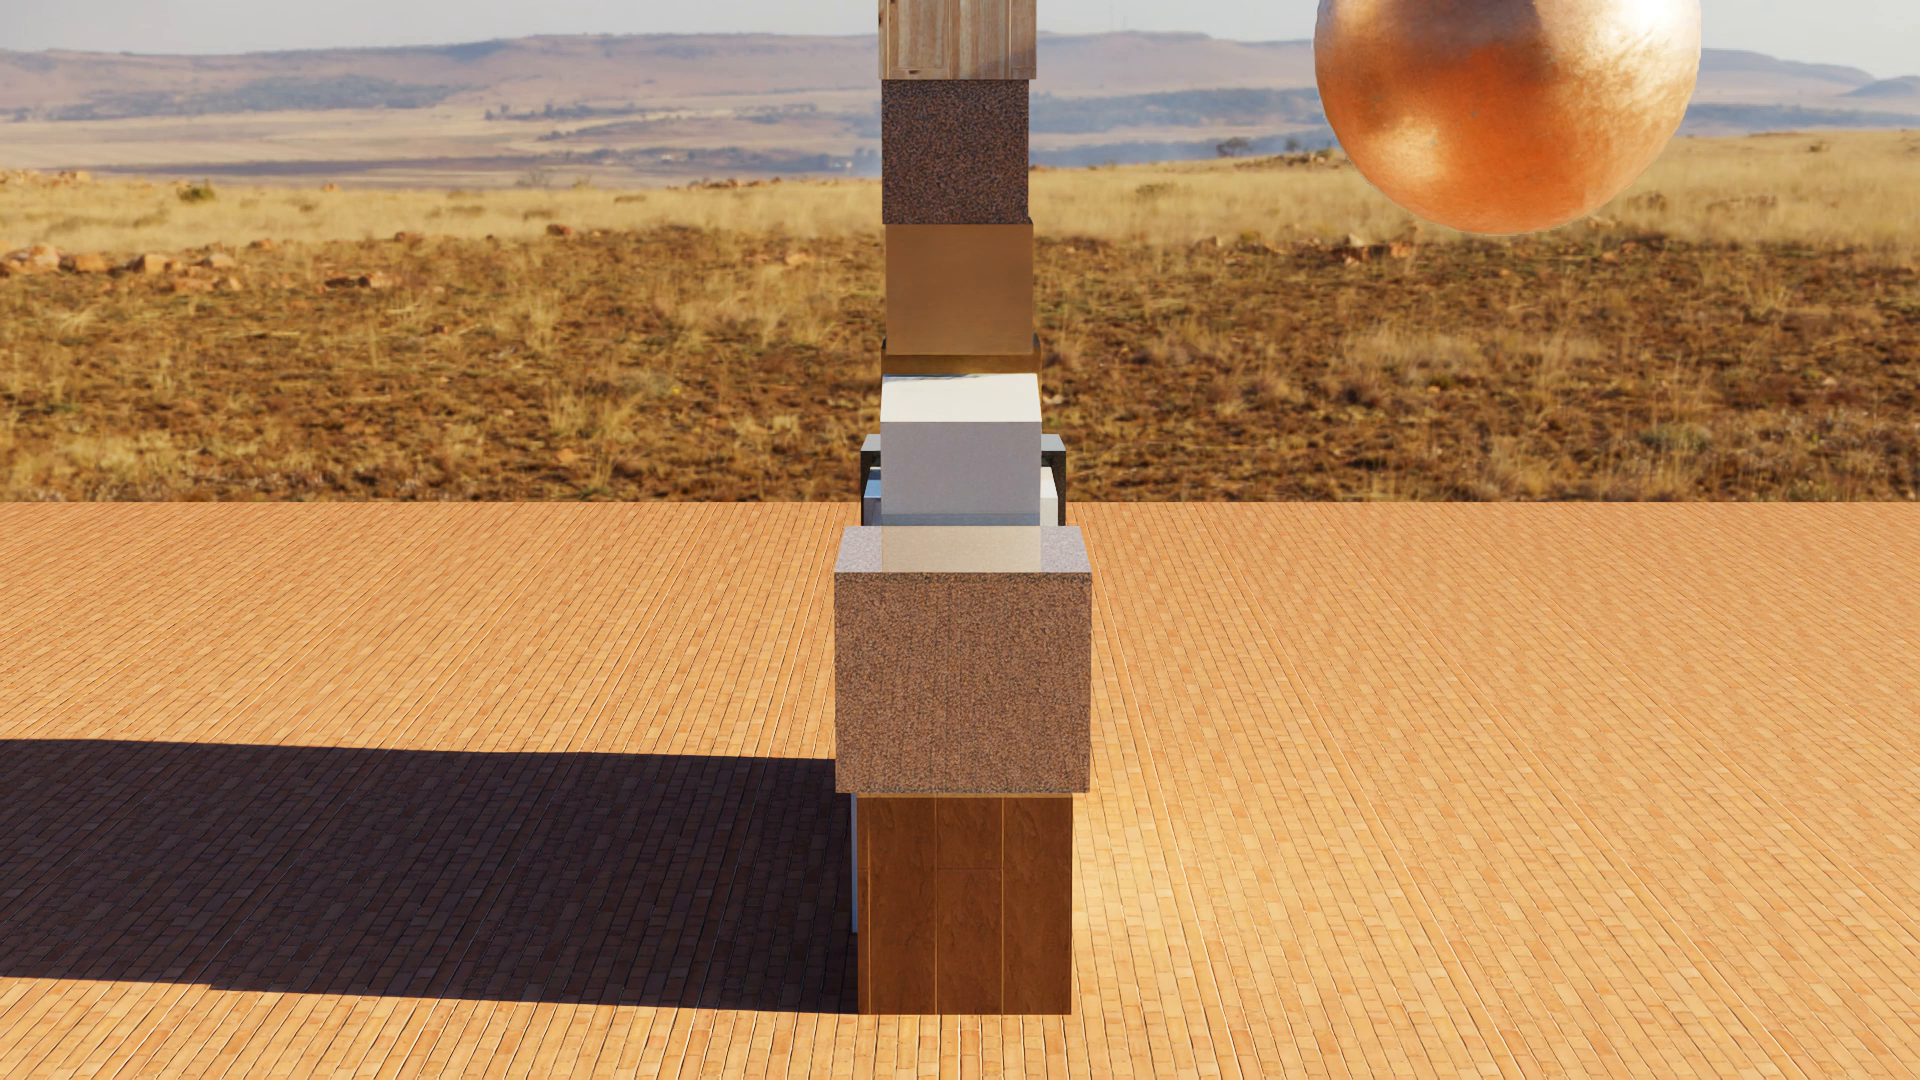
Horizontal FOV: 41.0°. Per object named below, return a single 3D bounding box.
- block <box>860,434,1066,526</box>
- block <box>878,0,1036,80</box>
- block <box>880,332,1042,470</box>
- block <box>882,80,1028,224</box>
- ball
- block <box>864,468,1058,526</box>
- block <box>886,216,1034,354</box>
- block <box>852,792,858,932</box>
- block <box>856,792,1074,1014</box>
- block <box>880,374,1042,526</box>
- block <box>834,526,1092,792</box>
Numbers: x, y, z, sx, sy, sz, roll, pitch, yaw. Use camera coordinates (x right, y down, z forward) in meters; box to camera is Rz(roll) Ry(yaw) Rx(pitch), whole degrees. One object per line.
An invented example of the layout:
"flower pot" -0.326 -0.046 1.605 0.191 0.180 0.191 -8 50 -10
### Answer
"block" 0.016 -0.018 12.473 0.958 0.919 0.935 0 7 0
"block" -0.010 -2.221 10.777 0.647 0.561 0.627 0 10 0
"block" 0.005 -0.566 11.373 0.688 0.640 0.704 0 10 0
"block" -0.020 -1.653 10.880 0.606 0.593 0.574 0 10 0
"ball" 2.295 -2.091 10.800 1.600 1.600 1.600 0 10 0
"block" 0.003 0.158 11.556 0.835 0.850 0.870 0 10 0
"block" -0.002 -1.095 10.981 0.614 0.542 0.587 0 10 0
"block" -0.009 1.139 10.991 0.874 0.827 0.895 0 10 0
"block" 0.019 1.293 10.079 0.805 0.850 0.936 0 10 0
"block" 0.001 -0.332 10.681 0.648 0.561 0.572 0 23 -1
"block" 0.011 0.445 10.011 0.952 0.842 0.981 0 10 0
